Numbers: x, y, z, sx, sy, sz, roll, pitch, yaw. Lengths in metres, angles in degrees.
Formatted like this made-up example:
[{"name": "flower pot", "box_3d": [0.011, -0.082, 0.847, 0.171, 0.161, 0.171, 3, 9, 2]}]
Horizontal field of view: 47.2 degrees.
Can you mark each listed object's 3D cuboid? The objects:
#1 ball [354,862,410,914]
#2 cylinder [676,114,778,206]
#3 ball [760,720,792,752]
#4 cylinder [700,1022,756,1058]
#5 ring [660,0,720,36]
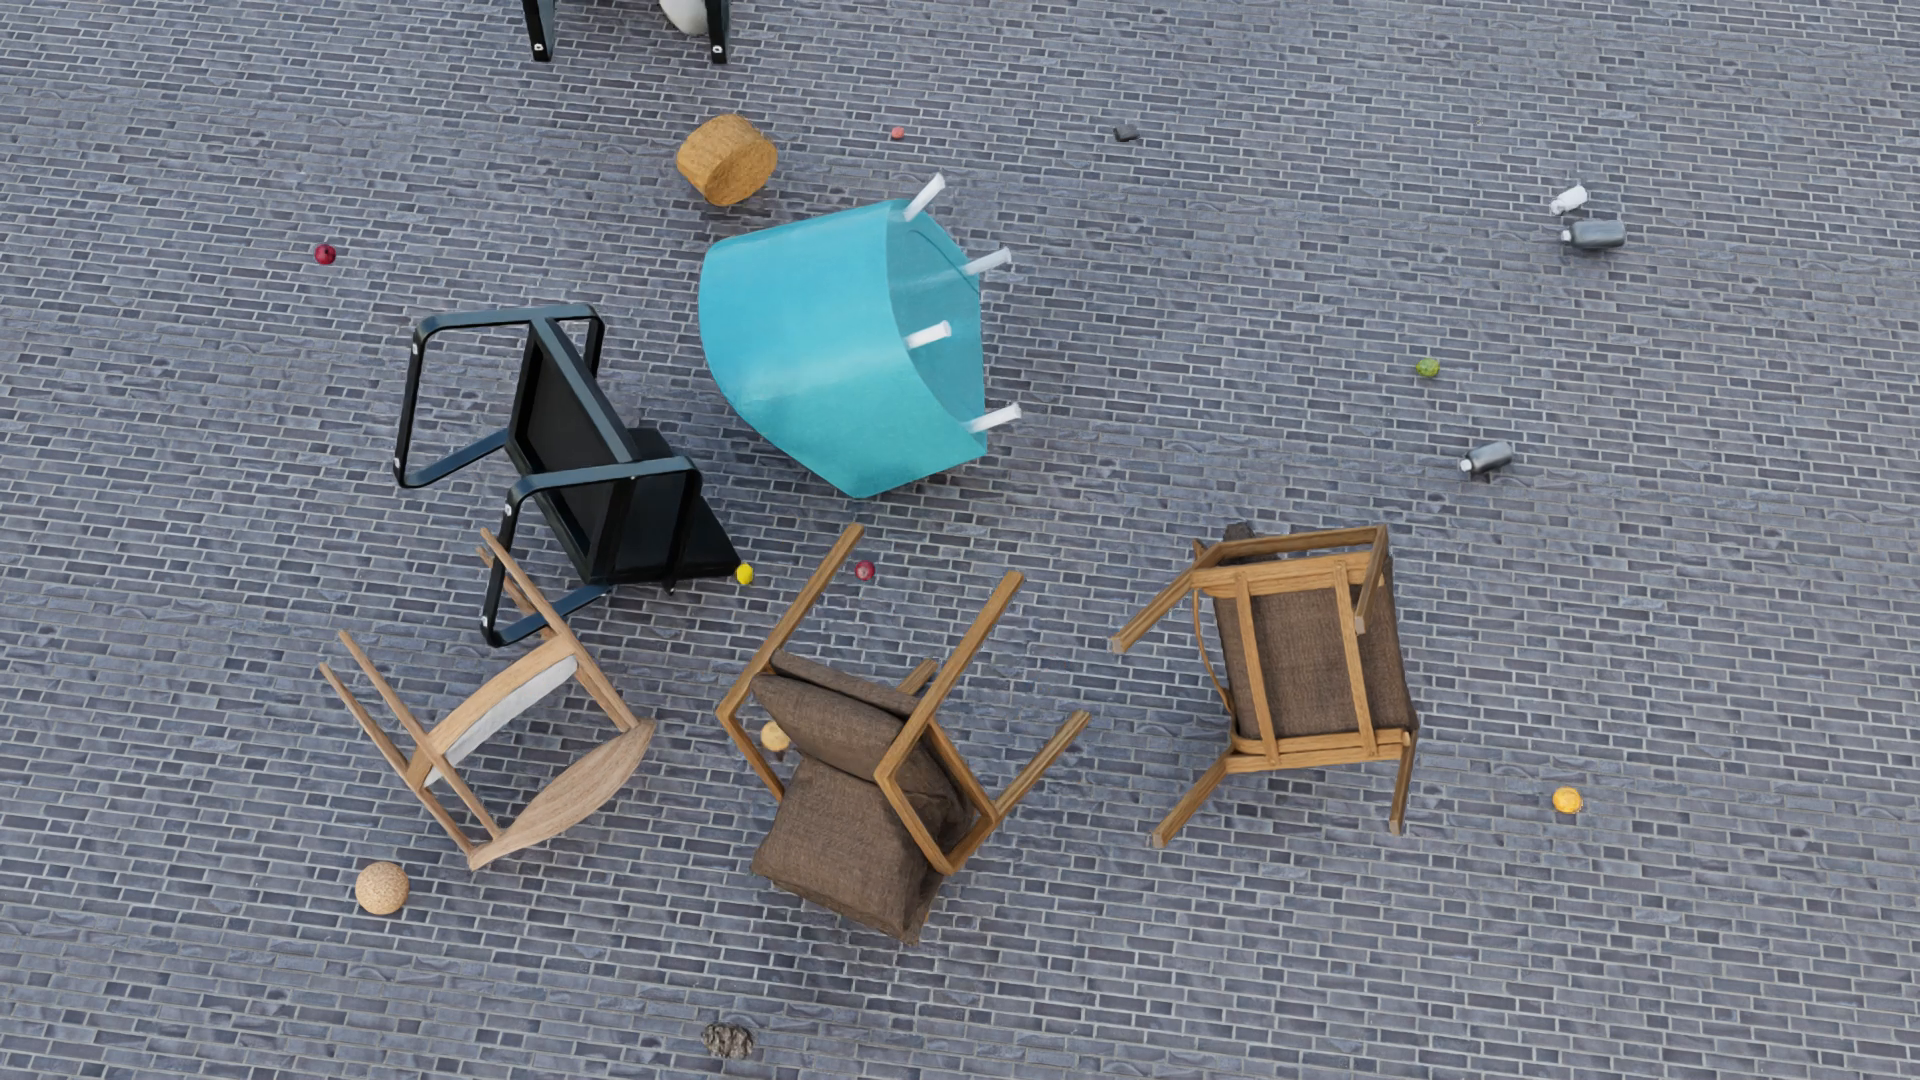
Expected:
[{"name": "ball", "box_3d": [-1.541, 0.928, 5.866, 0.141, 0.141, 0.141, 0, 56, 0]}, {"name": "cylinder", "box_3d": [-0.772, -1.257, 7.268, 0.283, 0.175, 0.237, -37, 45, -6]}, {"name": "ball", "box_3d": [-0.514, 0.548, 6.154, 0.087, 0.087, 0.087, 0, 56, 0]}, {"name": "cylinder", "box_3d": [-0.595, 1.287, 5.658, 0.139, 0.052, 0.076, 17, 91, 6]}, {"name": "ring", "box_3d": [-0.934, -1.854, 7.584, 0.132, 0.356, 0.220, -25, 90, 12]}]
